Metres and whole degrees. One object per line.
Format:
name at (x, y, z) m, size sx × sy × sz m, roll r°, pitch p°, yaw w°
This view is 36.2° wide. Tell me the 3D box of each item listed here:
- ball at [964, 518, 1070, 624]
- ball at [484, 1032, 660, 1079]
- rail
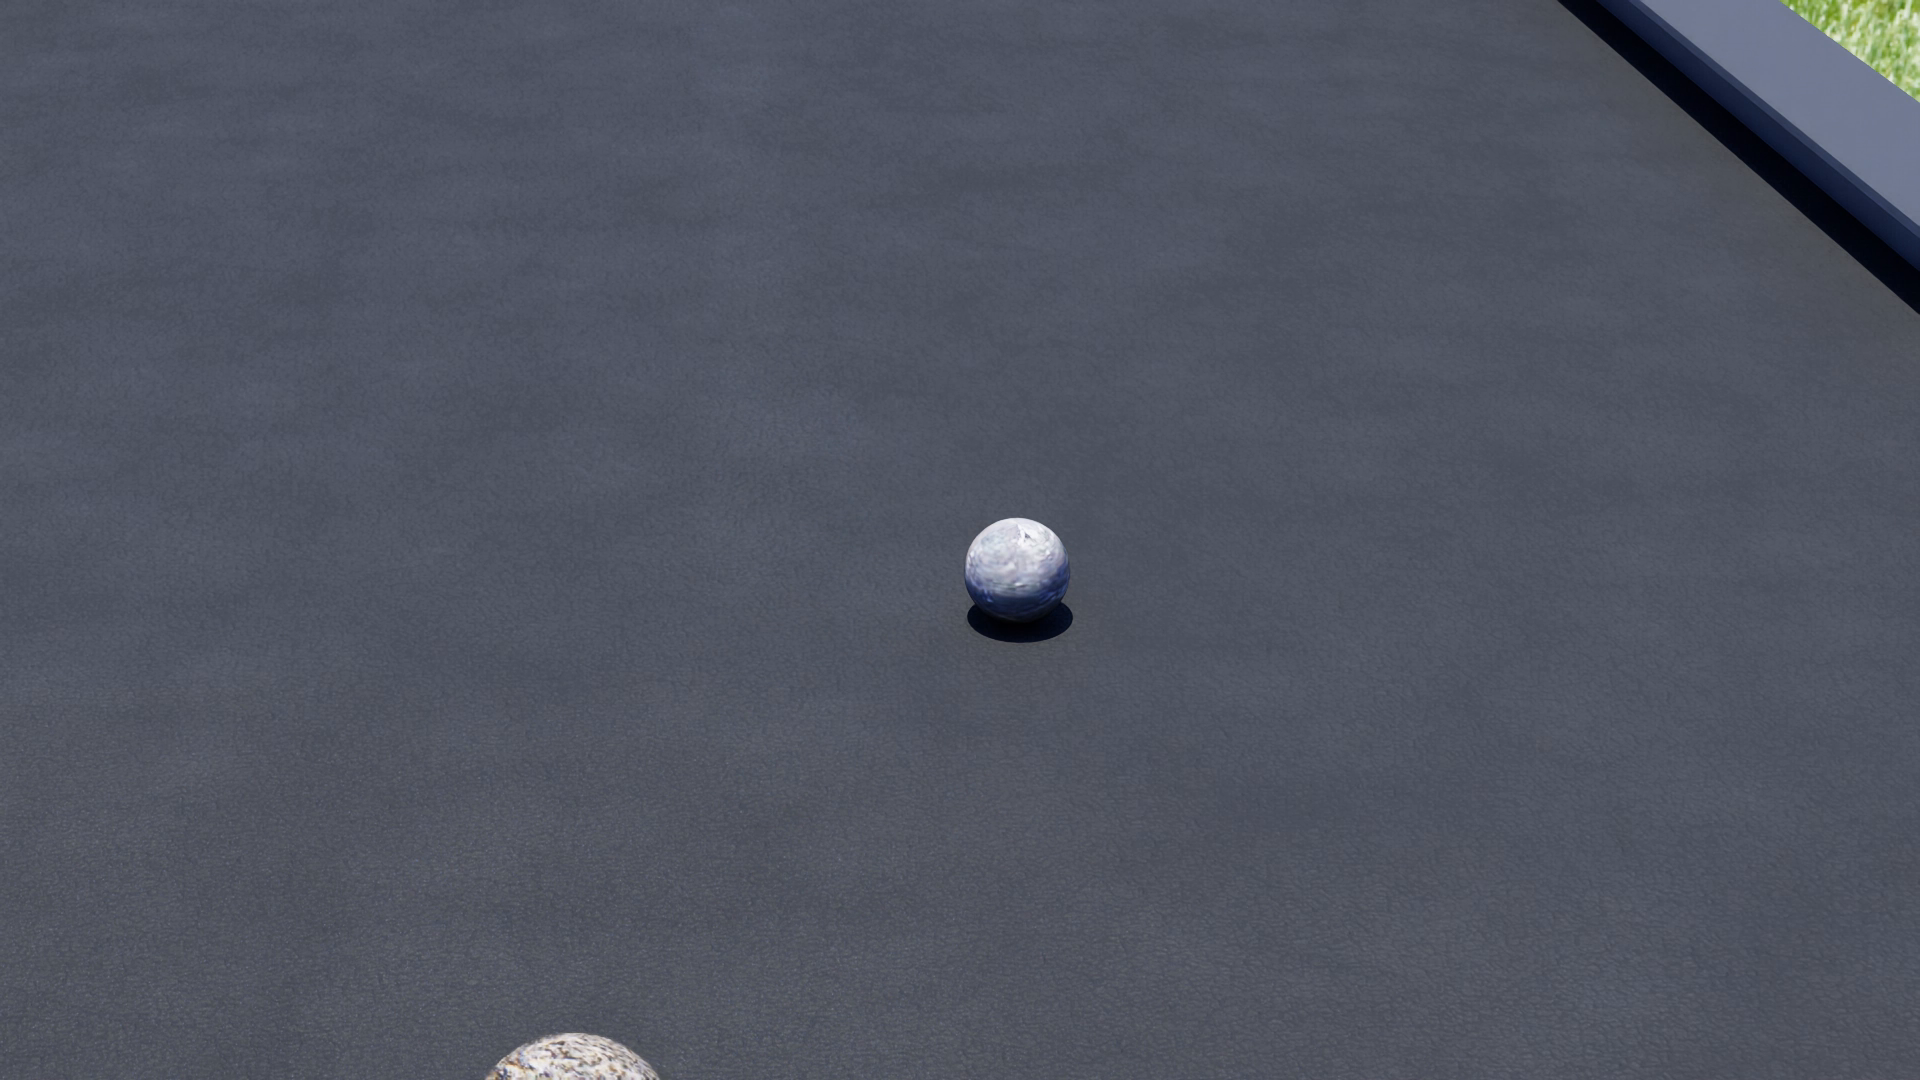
ball at (0.035, 0.019, 1.814) m, size 0.066 × 0.066 × 0.066 m, roll 0°, pitch 27°, yaw 0°
ball at (-0.172, 0.267, 1.305) m, size 0.096 × 0.096 × 0.096 m, roll 0°, pitch 27°, yaw 0°
rail at (0.674, -0.453, 2.659) m, size 0.045 × 0.124 × 3.277 m, roll -4°, pitch 28°, yaw -8°
